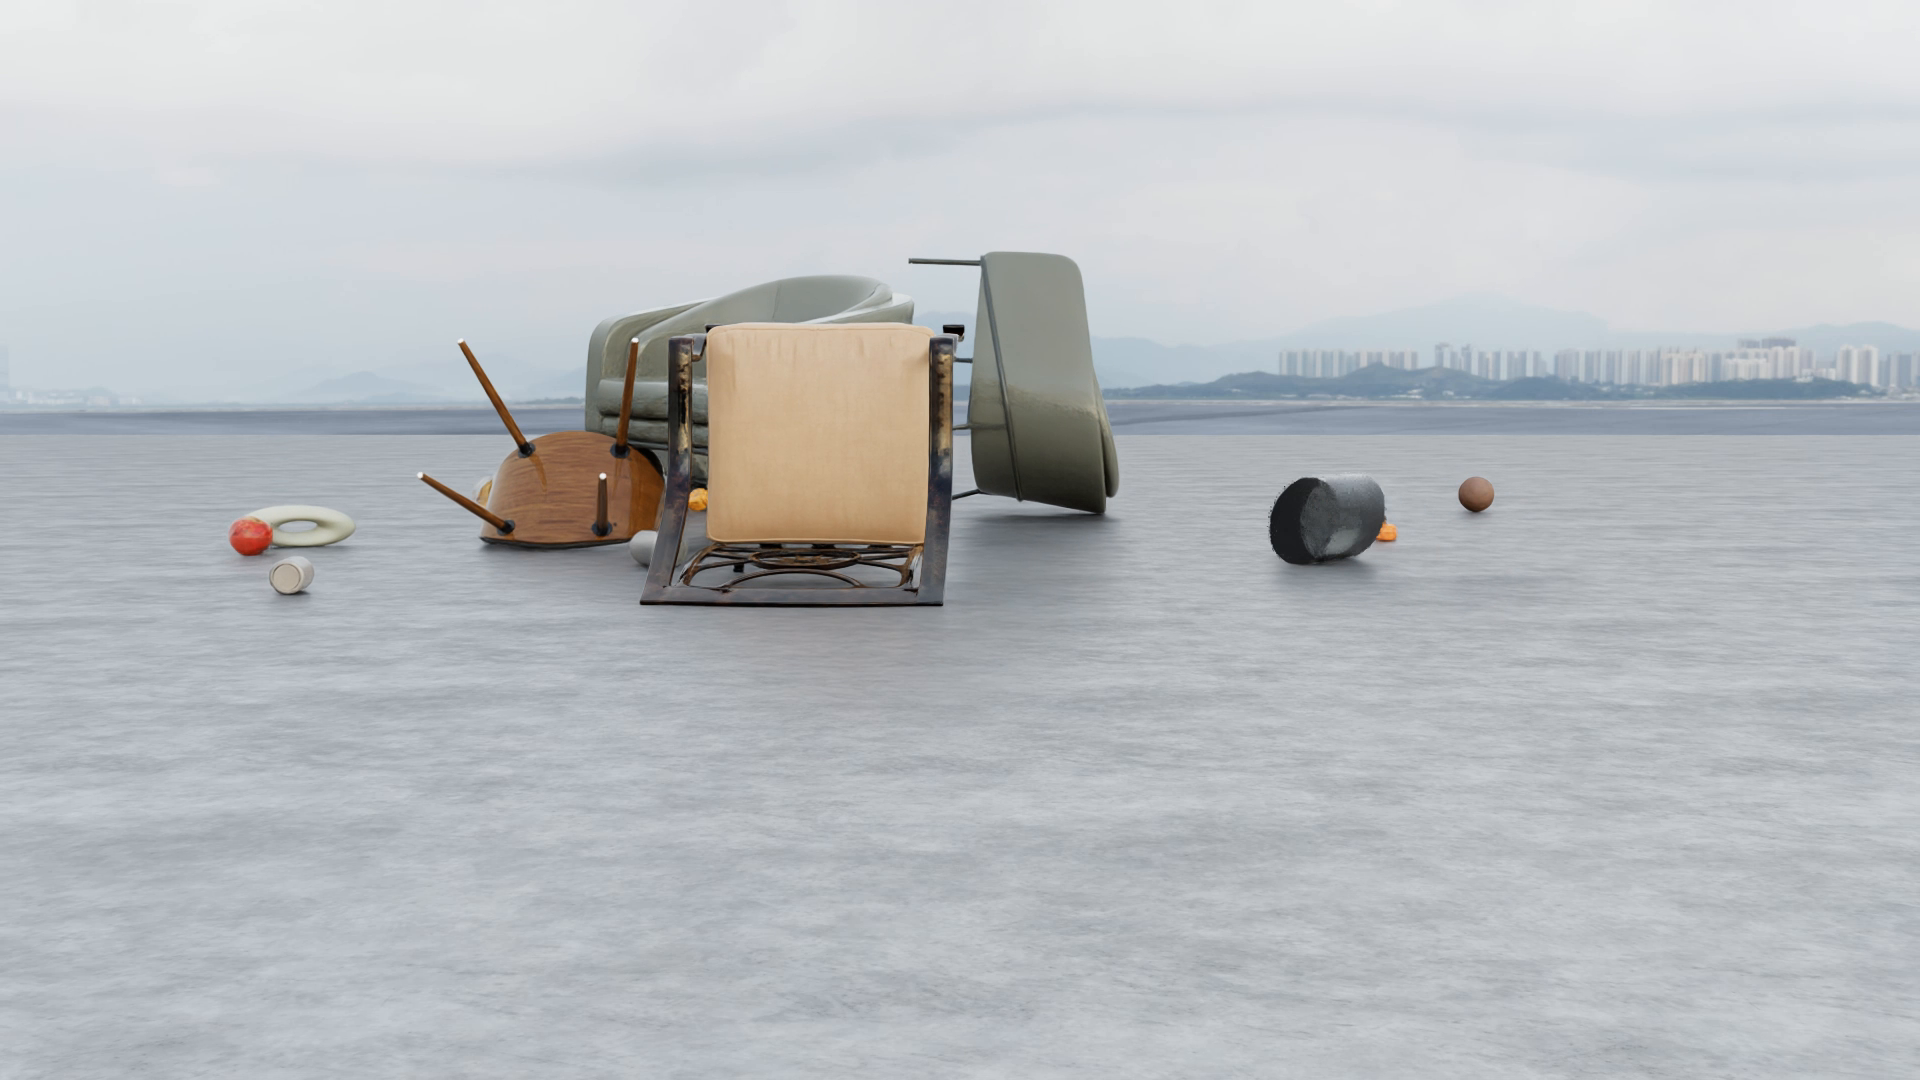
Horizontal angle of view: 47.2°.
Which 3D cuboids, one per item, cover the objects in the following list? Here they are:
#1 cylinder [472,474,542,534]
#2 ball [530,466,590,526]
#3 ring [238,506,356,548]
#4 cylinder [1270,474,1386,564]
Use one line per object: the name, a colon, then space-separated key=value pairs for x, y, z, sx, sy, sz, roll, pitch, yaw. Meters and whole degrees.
cylinder: x=-1.418 y=-0.112 z=6.885 sx=0.207 sy=0.164 sz=0.245 roll=31 pitch=-5 yaw=-15
ball: x=-1.313 y=-0.143 z=7.191 sx=0.196 sy=0.196 sz=0.196 roll=0 pitch=4 yaw=0
ring: x=-1.887 y=-0.039 z=6.269 sx=0.330 sy=0.118 sz=0.104 roll=0 pitch=15 yaw=-31
cylinder: x=0.956 y=-0.056 z=5.716 sx=0.182 sy=0.235 sz=0.274 roll=35 pitch=23 yaw=30
